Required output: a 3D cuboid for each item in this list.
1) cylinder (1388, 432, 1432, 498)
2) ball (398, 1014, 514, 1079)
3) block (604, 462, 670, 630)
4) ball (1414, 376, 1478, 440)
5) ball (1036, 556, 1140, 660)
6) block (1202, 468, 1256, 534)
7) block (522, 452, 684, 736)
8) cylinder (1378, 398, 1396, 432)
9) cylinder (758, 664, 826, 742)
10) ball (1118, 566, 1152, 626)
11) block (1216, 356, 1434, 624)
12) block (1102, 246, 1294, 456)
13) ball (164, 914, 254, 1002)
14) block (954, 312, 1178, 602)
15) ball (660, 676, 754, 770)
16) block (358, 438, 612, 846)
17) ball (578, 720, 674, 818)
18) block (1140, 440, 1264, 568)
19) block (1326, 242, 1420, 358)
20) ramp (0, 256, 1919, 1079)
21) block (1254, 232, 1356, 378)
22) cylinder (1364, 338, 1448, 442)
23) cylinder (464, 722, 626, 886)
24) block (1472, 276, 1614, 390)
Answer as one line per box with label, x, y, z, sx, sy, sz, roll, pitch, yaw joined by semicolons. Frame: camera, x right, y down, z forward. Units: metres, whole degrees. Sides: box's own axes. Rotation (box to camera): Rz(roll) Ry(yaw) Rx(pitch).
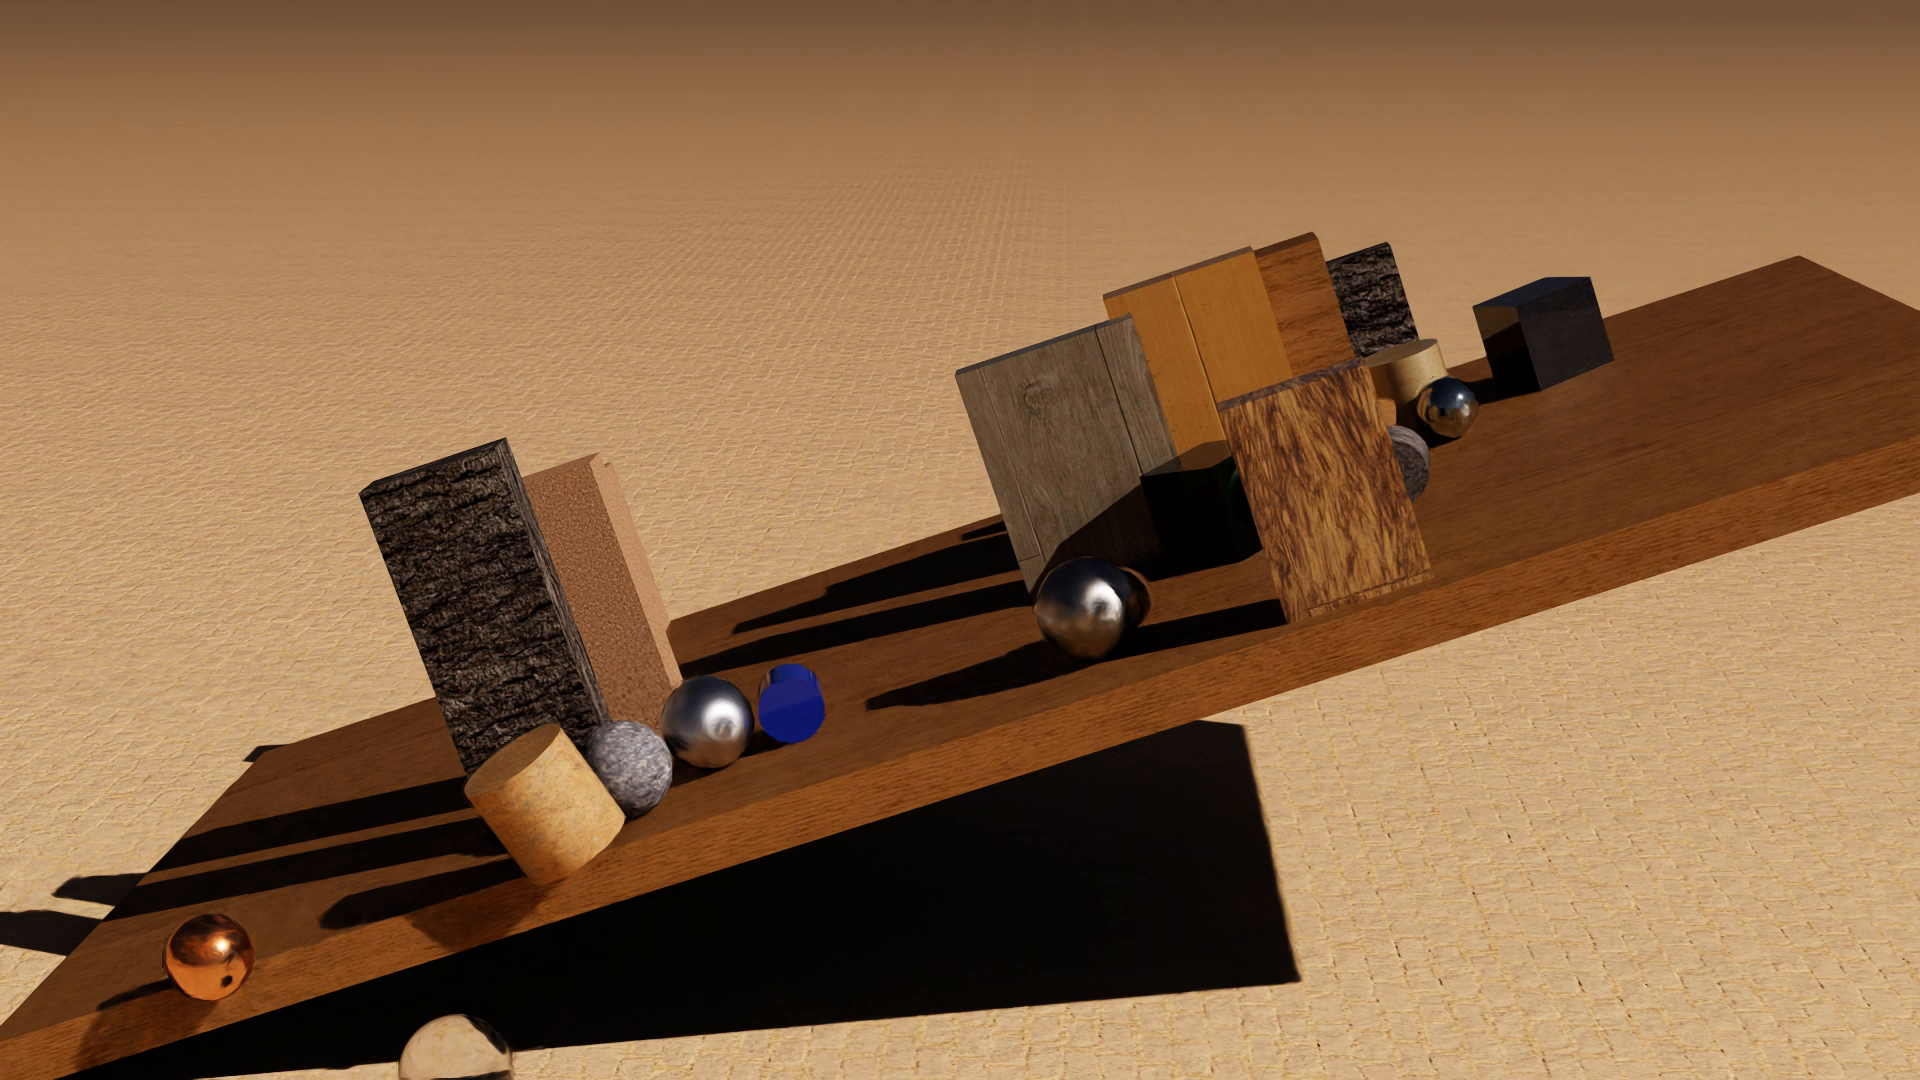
cylinder;0.883;-0.149;5.975;0.138;0.138;0.138;3;6;16
ball;-0.885;0.934;5.164;0.203;0.203;0.203;0;12;0
block;-0.926;0.064;7.240;0.278;0.430;0.146;-18;11;6
ball;1.054;-0.286;6.370;0.137;0.137;0.137;0;12;0
ball;0.239;0.129;5.534;0.197;0.197;0.197;0;12;0
block;0.602;-0.087;6.221;0.110;0.110;0.110;-28;14;-40
block;-0.815;0.173;6.013;0.369;0.611;0.127;-18;11;6
cylinder;0.833;-0.223;6.237;0.162;0.162;0.162;4;12;3
cylinder;-0.330;0.319;5.746;0.129;0.129;0.129;-1;8;-5
ball;0.311;0.113;5.685;0.124;0.124;0.124;0;12;0
block;0.661;-0.090;5.330;0.276;0.411;0.099;-18;11;6
block;0.551;-0.325;6.362;0.335;0.534;0.104;-18;11;6
ball;-1.376;0.765;5.393;0.160;0.160;0.160;0;12;0
block;0.255;-0.171;6.172;0.387;0.509;0.087;-18;11;6
ball;-0.490;0.355;5.701;0.182;0.182;0.182;0;12;0
block;-0.889;0.198;5.687;0.277;0.735;0.123;-18;11;6
ball;-0.634;0.433;5.550;0.185;0.185;0.185;0;12;0
block;0.537;-0.080;6.048;0.204;0.204;0.204;-28;14;-39
block;0.868;-0.426;6.666;0.338;0.406;0.083;-18;11;6
ramp;0.106;0.181;6.306;4.000;0.100;2.000;-18;11;6
block;0.705;-0.381;6.454;0.313;0.505;0.148;-18;11;6
cylinder;0.995;-0.325;6.527;0.189;0.189;0.189;-18;11;4
cylinder;-0.755;0.480;5.354;0.209;0.209;0.209;-31;17;10
block;1.319;-0.468;6.658;0.199;0.199;0.199;-22;11;-16
